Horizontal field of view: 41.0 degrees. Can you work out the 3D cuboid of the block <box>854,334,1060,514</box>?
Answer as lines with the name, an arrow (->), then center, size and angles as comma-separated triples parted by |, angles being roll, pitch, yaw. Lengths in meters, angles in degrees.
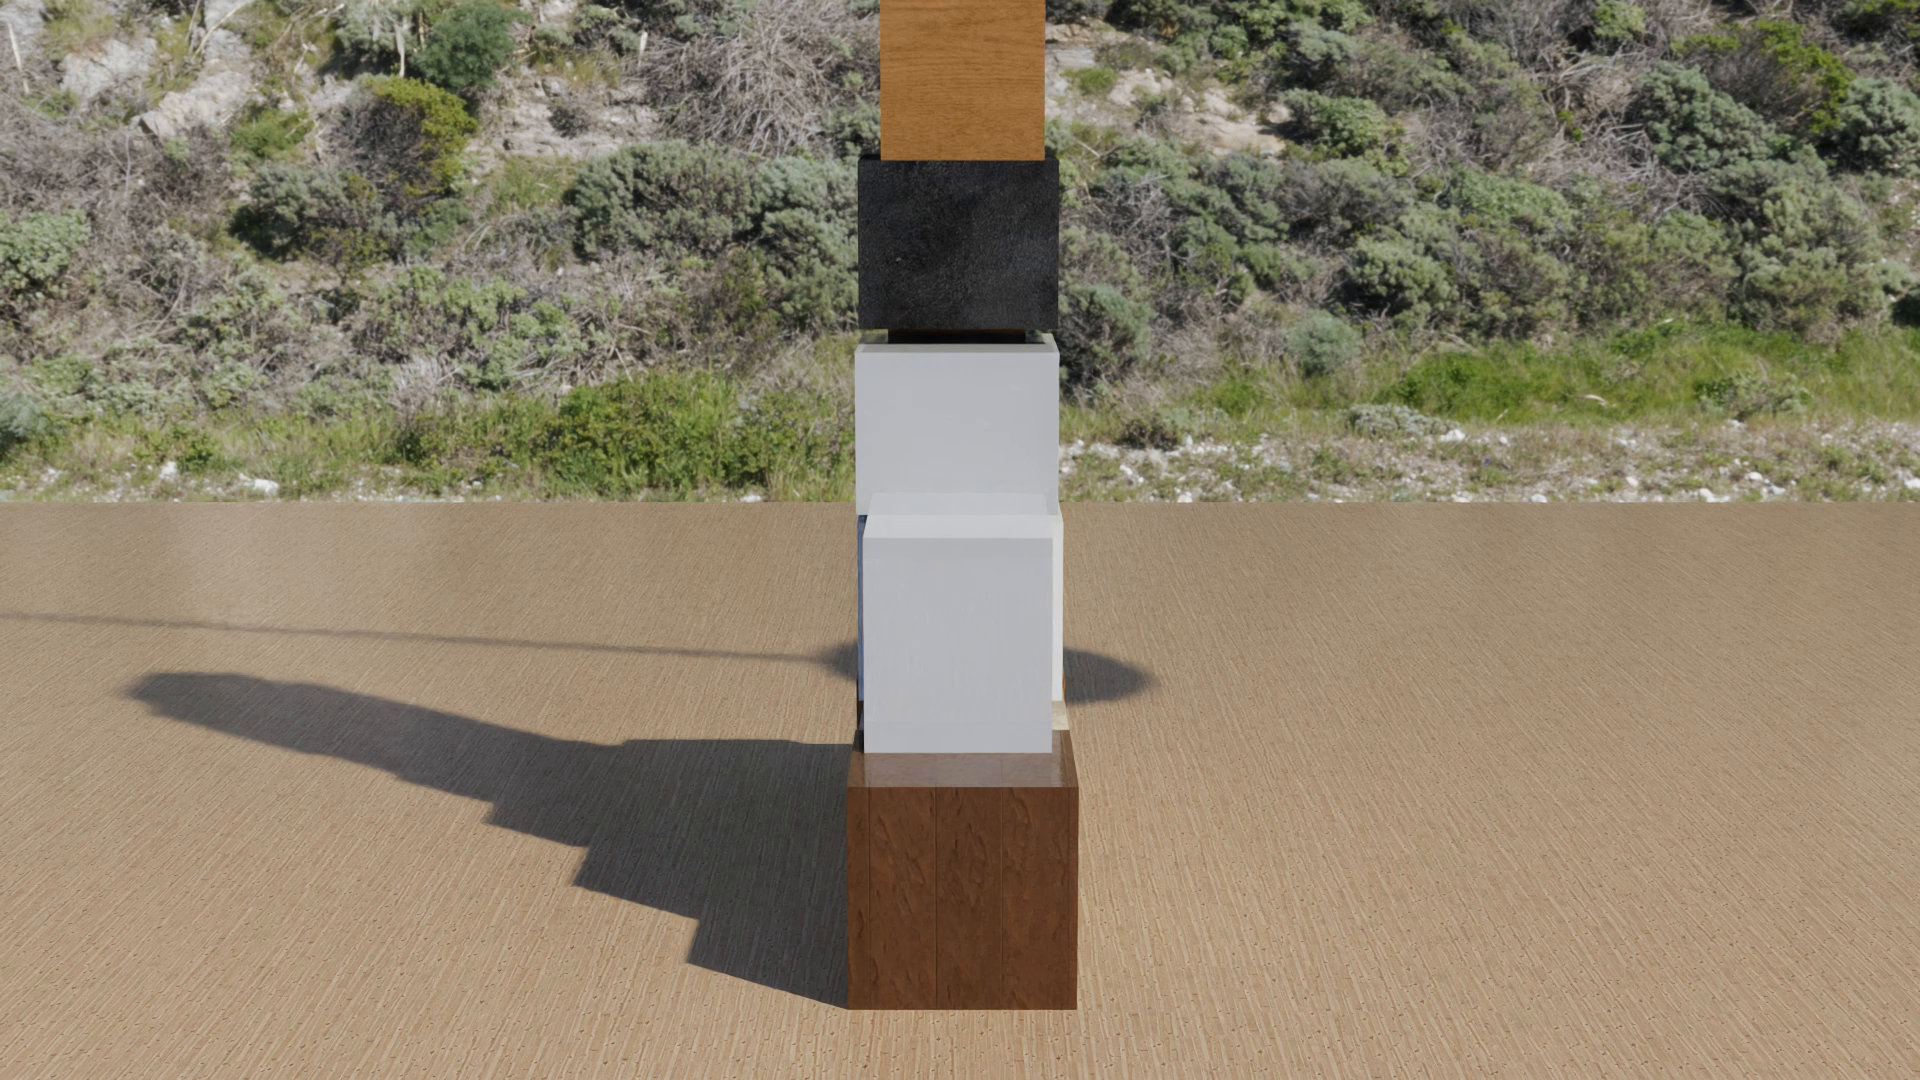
block -> -0.012, -0.501, 10.803 | 0.824, 0.662, 0.829 | 0, 10, 0

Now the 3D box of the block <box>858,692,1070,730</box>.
block -> 0.017, 1.146, 10.939 | 0.871, 0.832, 0.857 | 0, 10, 0

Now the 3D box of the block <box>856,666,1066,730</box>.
block -> 0.004, 0.961, 11.824 | 0.919, 0.879, 0.932 | 0, 10, 0

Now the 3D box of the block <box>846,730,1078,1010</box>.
block -> 0.010, 1.279, 10.086 | 0.870, 0.876, 0.849 | 0, 10, 0

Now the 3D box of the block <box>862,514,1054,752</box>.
block -> -0.007, 0.341, 10.403 | 0.736, 0.856, 0.837 | 0, 10, 0

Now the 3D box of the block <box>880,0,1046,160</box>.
block -> 0.011, -1.998, 10.809 | 0.671, 0.761, 0.740 | 0, 11, 0

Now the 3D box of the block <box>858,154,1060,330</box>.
block -> -0.007, -1.284, 10.942 | 0.826, 0.692, 0.785 | 0, 11, 0

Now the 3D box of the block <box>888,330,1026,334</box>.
block -> -0.015, -0.672, 11.483 | 0.598, 0.709, 0.565 | 0, 11, 0

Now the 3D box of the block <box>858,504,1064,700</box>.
block -> 0.001, 0.235, 11.214 | 0.864, 0.768, 0.783 | 0, 10, 0
